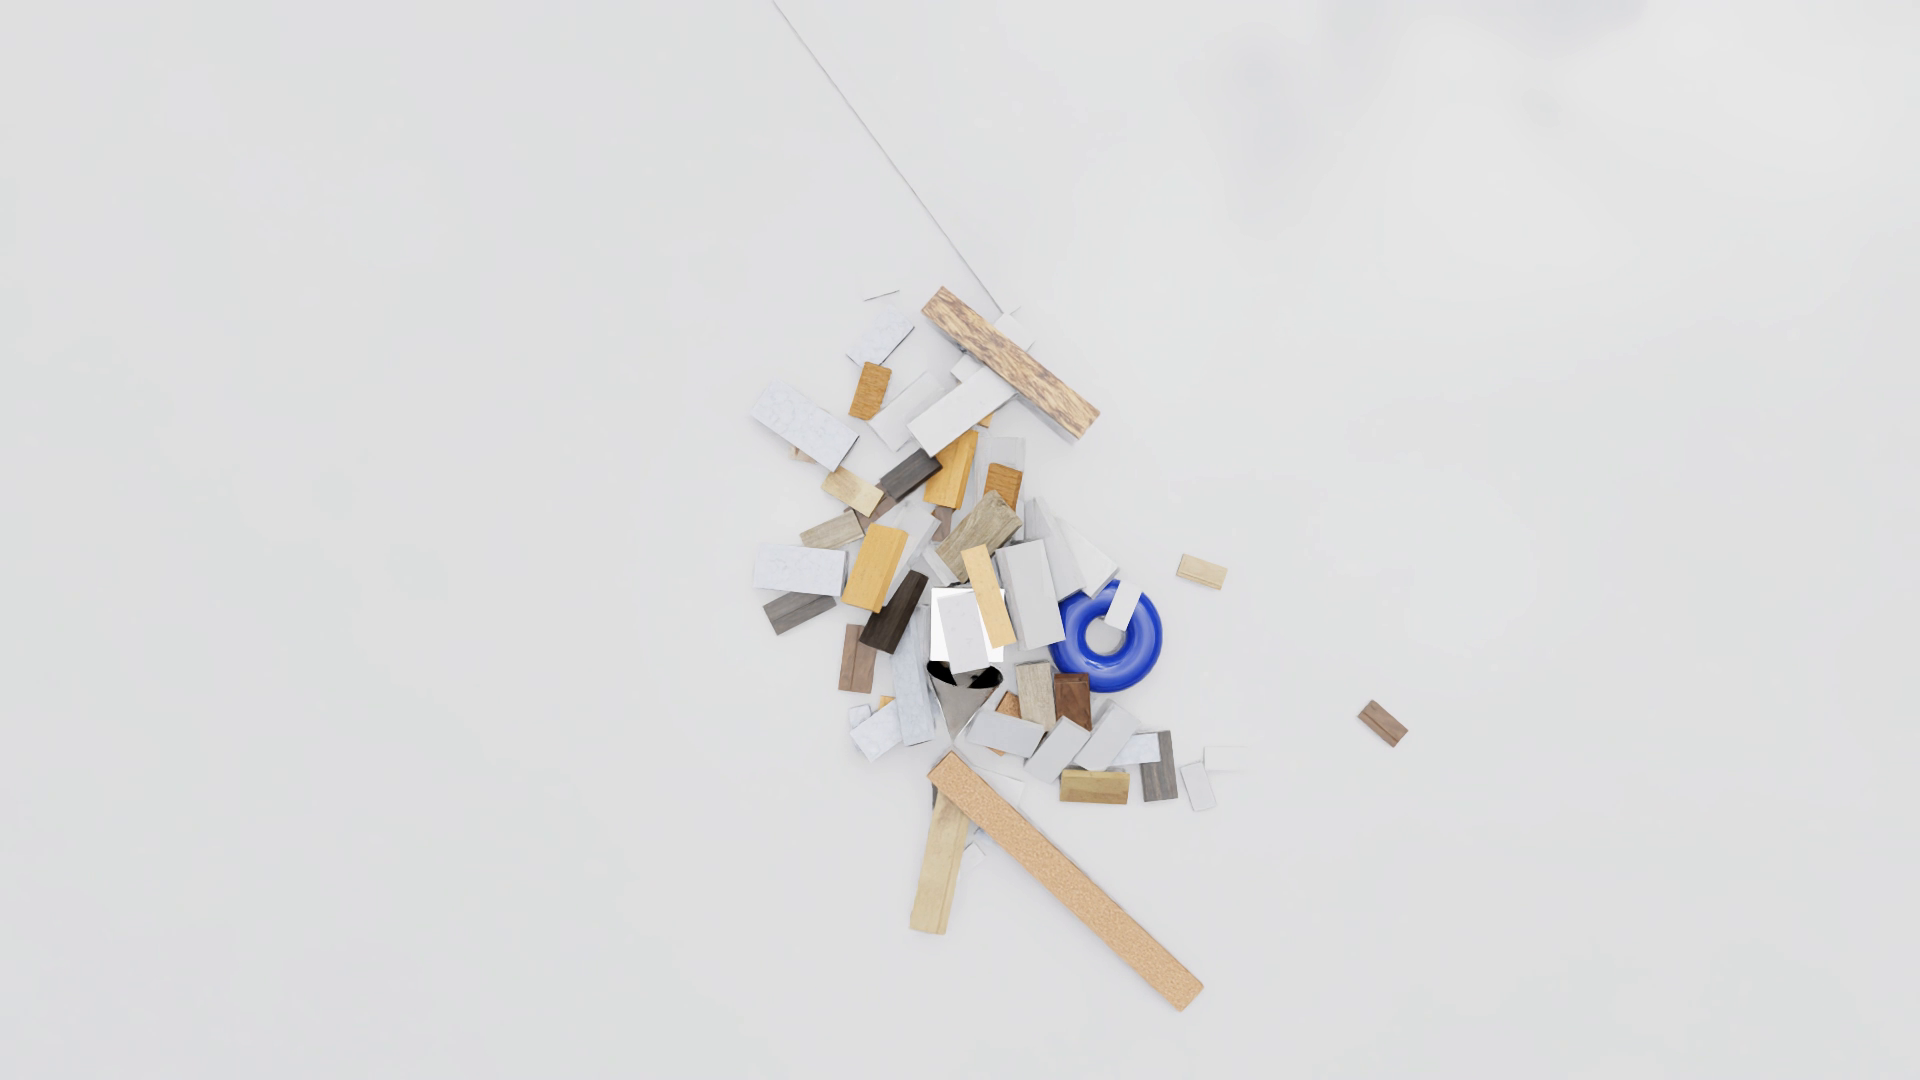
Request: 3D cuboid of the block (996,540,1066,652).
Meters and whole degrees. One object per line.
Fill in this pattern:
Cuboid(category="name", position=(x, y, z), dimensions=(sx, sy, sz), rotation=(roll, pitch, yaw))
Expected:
Cuboid(category="block", position=(0.228, 0.177, 5.315), dimensions=(0.167, 0.047, 0.335), rotation=(-12, 89, -39))

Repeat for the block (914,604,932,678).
Cuboid(category="block", position=(-0.150, 0.331, 5.447), dimensions=(0.117, 0.033, 0.234), rotation=(3, 90, 45))

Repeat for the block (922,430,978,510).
Cuboid(category="block", position=(-0.031, -0.243, 5.448), dimensions=(0.131, 0.037, 0.263), rotation=(13, 90, 34))

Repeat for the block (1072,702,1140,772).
Cuboid(category="block", position=(0.481, 0.657, 5.427), dimensions=(0.112, 0.032, 0.231), rotation=(31, 102, -19))

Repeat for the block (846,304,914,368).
Cuboid(category="block", position=(-0.266, -0.664, 5.484), dimensions=(0.110, 0.031, 0.221), rotation=(42, 90, 0))

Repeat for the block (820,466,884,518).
Cuboid(category="block", position=(-0.356, -0.163, 5.466), dimensions=(0.194, 0.027, 0.097), rotation=(31, 86, 10))

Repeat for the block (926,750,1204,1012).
Cuboid(category="block", position=(0.351, 1.129, 5.447), dimensions=(1.157, 0.033, 0.117), rotation=(43, 90, -4))

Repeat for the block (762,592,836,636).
Cuboid(category="block", position=(-0.533, 0.219, 5.484), dimensions=(0.221, 0.031, 0.110), rotation=(-27, 90, 0))

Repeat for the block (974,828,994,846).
Cuboid(category="block", position=(0.110, 0.949, 5.491), dimensions=(0.064, 0.018, 0.129), rotation=(36, 90, 0))

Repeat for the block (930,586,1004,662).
Cuboid(category="block", position=(0.024, 0.272, 5.385), dimensions=(0.231, 0.231, 0.231), rotation=(1, 90, 0))

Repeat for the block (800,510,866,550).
Cuboid(category="block", position=(-0.423, -0.017, 5.471), dimensions=(0.200, 0.027, 0.097), rotation=(-24, 90, 9))

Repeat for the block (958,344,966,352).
Cuboid(category="block", position=(-0.011, -0.684, 5.469), dimensions=(0.018, 0.063, 0.125), rotation=(-23, 90, 0))

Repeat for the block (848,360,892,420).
Cuboid(category="block", position=(-0.297, -0.491, 5.467), dimensions=(0.093, 0.026, 0.185), rotation=(18, 101, -3))

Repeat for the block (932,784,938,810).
Cuboid(category="block", position=(-0.060, 0.831, 5.491), dimensions=(0.064, 0.018, 0.129), rotation=(0, 90, 0))

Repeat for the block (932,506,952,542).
Cuboid(category="block", position=(-0.059, -0.051, 5.476), dimensions=(0.058, 0.016, 0.115), rotation=(6, 90, 0))

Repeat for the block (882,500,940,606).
Cuboid(category="block", position=(-0.208, 0.043, 5.441), dimensions=(0.140, 0.040, 0.334), rotation=(33, 90, 38))

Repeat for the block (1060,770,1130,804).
Cuboid(category="block", position=(0.445, 0.818, 5.456), dimensions=(0.223, 0.032, 0.112), rotation=(3, 124, 0))

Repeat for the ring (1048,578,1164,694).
Cuboid(category="ring", position=(0.479, 0.315, 5.438), dimensions=(0.384, 0.128, 0.384), rotation=(0, 91, 1))

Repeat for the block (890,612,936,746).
Cuboid(category="block", position=(-0.168, 0.448, 5.406), dimensions=(0.110, 0.031, 0.442), rotation=(-20, 74, 37))

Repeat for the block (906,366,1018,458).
Cuboid(category="block", position=(0.029, -0.443, 5.382), dimensions=(0.414, 0.037, 0.131), rotation=(-37, 87, -5))

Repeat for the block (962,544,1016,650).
Cuboid(category="block", position=(0.091, 0.180, 5.258), dimensions=(0.081, 0.023, 0.327), rotation=(-18, 90, 0))

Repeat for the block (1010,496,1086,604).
Cuboid(category="block", position=(0.271, 0.041, 5.400), dimensions=(0.167, 0.047, 0.335), rotation=(-33, 77, 37))

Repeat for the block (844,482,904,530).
Cuboid(category="block", position=(-0.287, -0.118, 5.487), dimensions=(0.185, 0.026, 0.093), rotation=(-38, 90, 0))

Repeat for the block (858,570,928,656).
Cuboid(category="block", position=(-0.218, 0.228, 5.415), dimensions=(0.040, 0.140, 0.280), rotation=(33, 79, -42))

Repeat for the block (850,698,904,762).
Cuboid(category="block", position=(-0.232, 0.612, 5.446), dimensions=(0.245, 0.035, 0.122), rotation=(-36, 88, -6))

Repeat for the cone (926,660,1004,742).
Cuboid(category="cone", position=(-0.005, 0.551, 5.417), dimensions=(0.256, 0.256, 0.256), rotation=(10, 108, 0))

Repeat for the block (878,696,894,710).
Cuboid(category="block", position=(-0.239, 0.596, 5.490), dimensions=(0.074, 0.021, 0.148), rotation=(10, 90, 0))

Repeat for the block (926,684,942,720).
Cuboid(category="block", position=(-0.121, 0.527, 5.490), dimensions=(0.074, 0.021, 0.148), rotation=(-36, 90, 0))

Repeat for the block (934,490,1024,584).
Cuboid(category="block", position=(0.061, -0.009, 5.375), dimensions=(0.149, 0.042, 0.298), rotation=(50, 120, 13))

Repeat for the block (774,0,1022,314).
Cuboid(category="block", position=(-0.211, -1.291, 5.491), dimensions=(0.063, 0.018, 1.316), rotation=(-36, 90, 0))

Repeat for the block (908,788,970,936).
Cuboid(category="block", position=(-0.055, 1.041, 5.463), dimensions=(0.122, 0.035, 0.521), rotation=(12, 92, 1))

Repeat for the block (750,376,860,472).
Cuboid(category="block", position=(-0.513, -0.380, 5.452), dimensions=(0.338, 0.042, 0.149), rotation=(35, 91, 2))

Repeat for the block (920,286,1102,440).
Cuboid(category="block", position=(0.164, -0.577, 5.359), dimensions=(0.672, 0.031, 0.110), rotation=(40, 83, 8))

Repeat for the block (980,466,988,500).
Cuboid(category="block", position=(0.095, -0.184, 5.402), dimensions=(0.058, 0.016, 0.115), rotation=(8, 98, 36))
